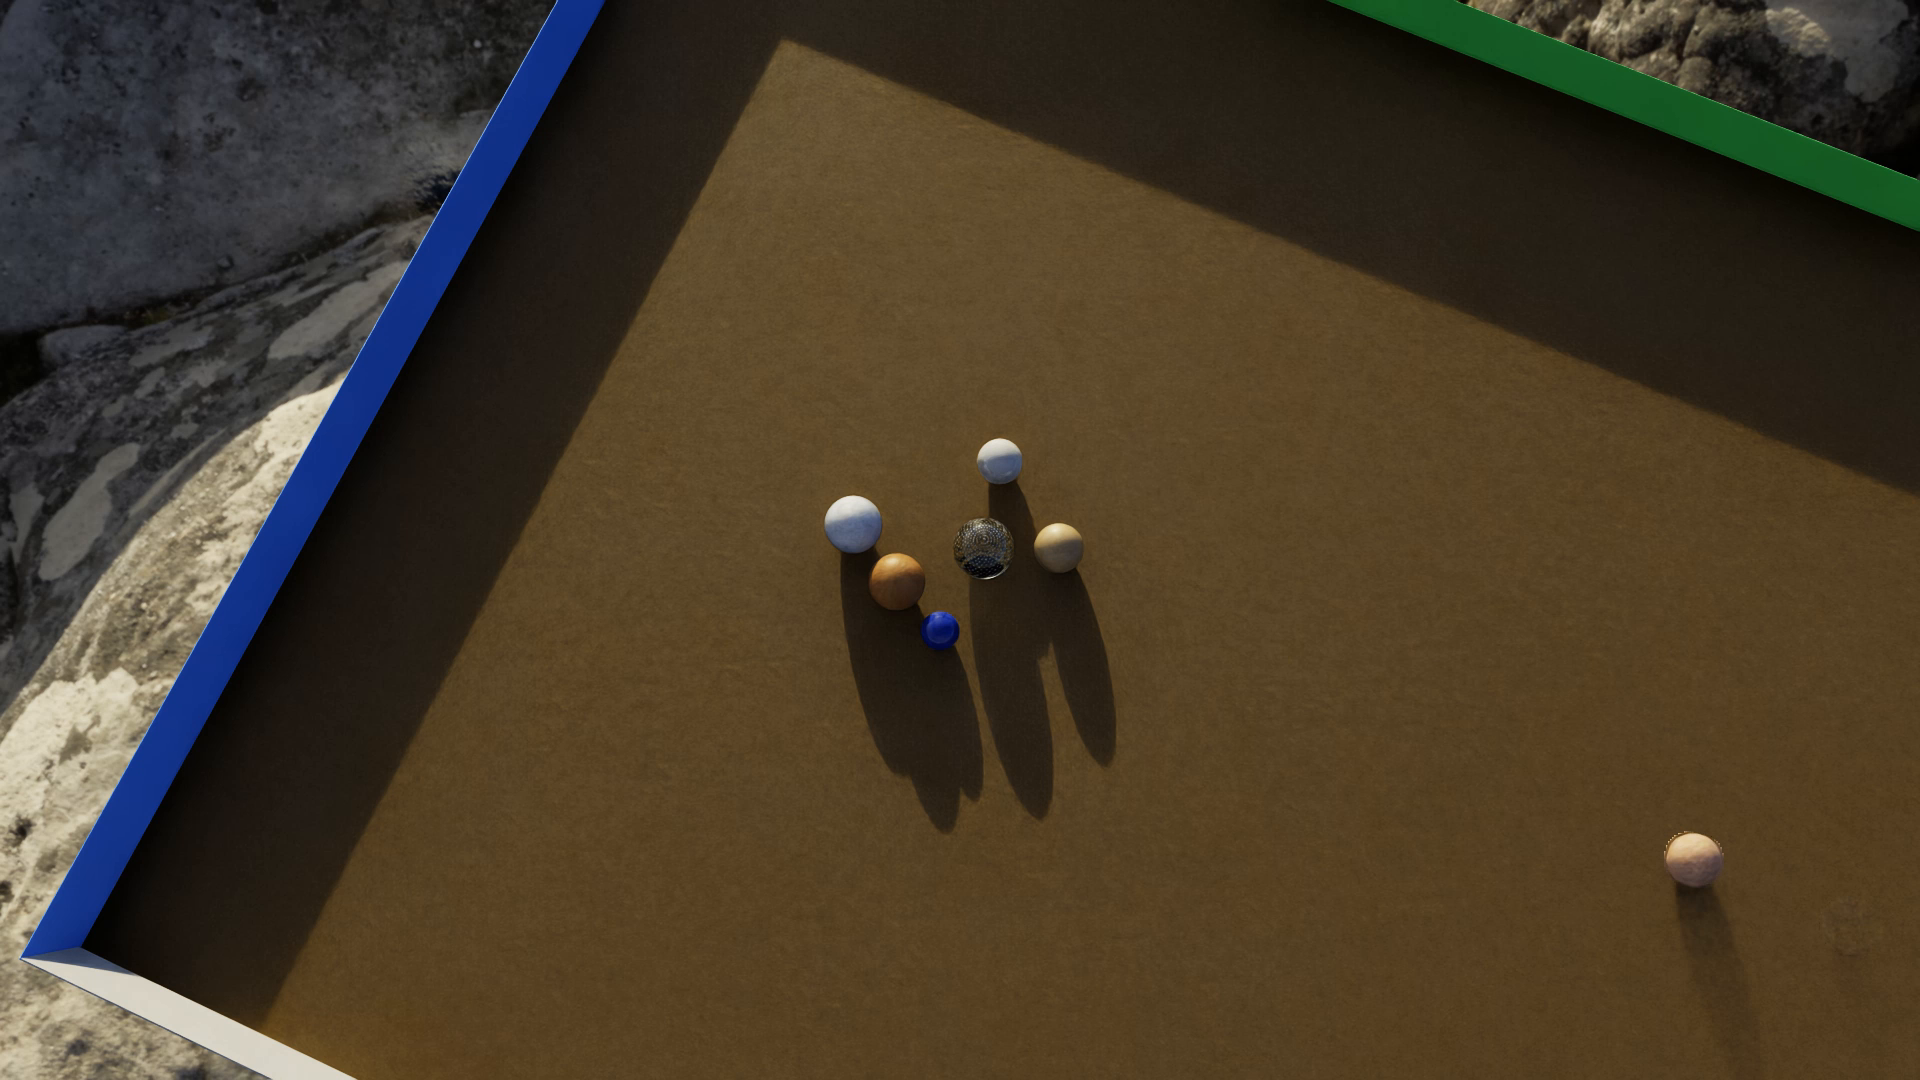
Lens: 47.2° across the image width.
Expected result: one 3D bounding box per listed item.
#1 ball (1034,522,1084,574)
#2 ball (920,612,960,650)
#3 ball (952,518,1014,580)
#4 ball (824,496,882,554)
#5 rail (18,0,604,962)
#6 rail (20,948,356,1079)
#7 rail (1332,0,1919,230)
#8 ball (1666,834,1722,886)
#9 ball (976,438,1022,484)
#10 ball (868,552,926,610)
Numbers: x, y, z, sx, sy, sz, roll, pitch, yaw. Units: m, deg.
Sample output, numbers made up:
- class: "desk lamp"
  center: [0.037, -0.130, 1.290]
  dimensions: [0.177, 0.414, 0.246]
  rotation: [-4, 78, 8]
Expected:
- class: "ball"
  center: [0.151, 0.013, 3.364]
  dimensions: [0.077, 0.077, 0.077]
  rotation: [0, 74, 0]
- class: "ball"
  center: [-0.030, 0.138, 3.336]
  dimensions: [0.060, 0.060, 0.060]
  rotation: [0, 74, 0]
- class: "ball"
  center: [0.036, 0.013, 3.355]
  dimensions: [0.095, 0.095, 0.095]
  rotation: [0, 74, 0]
- class: "ball"
  center: [-0.163, -0.024, 3.368]
  dimensions: [0.089, 0.089, 0.089]
  rotation: [0, 74, 0]
- class: "rail"
  center: [-0.846, -0.370, 3.452]
  dimensions: [0.045, 0.123, 2.258]
  rotation: [23, 75, 7]
- class: "rail"
  center: [0.416, 1.334, 2.949]
  dimensions: [3.805, 0.123, 0.045]
  rotation: [23, 75, 7]
- class: "rail"
  center: [1.320, -0.601, 3.520]
  dimensions: [3.805, 0.123, 0.045]
  rotation: [23, 75, 7]
- class: "ball"
  center: [1.078, 0.470, 3.229]
  dimensions: [0.078, 0.078, 0.078]
  rotation: [0, 74, 0]
- class: "ball"
  center: [0.062, -0.122, 3.407]
  dimensions: [0.071, 0.071, 0.071]
  rotation: [0, 74, 0]
- class: "ball"
  center: [-0.096, 0.064, 3.344]
  dimensions: [0.088, 0.088, 0.088]
  rotation: [0, 74, 0]
